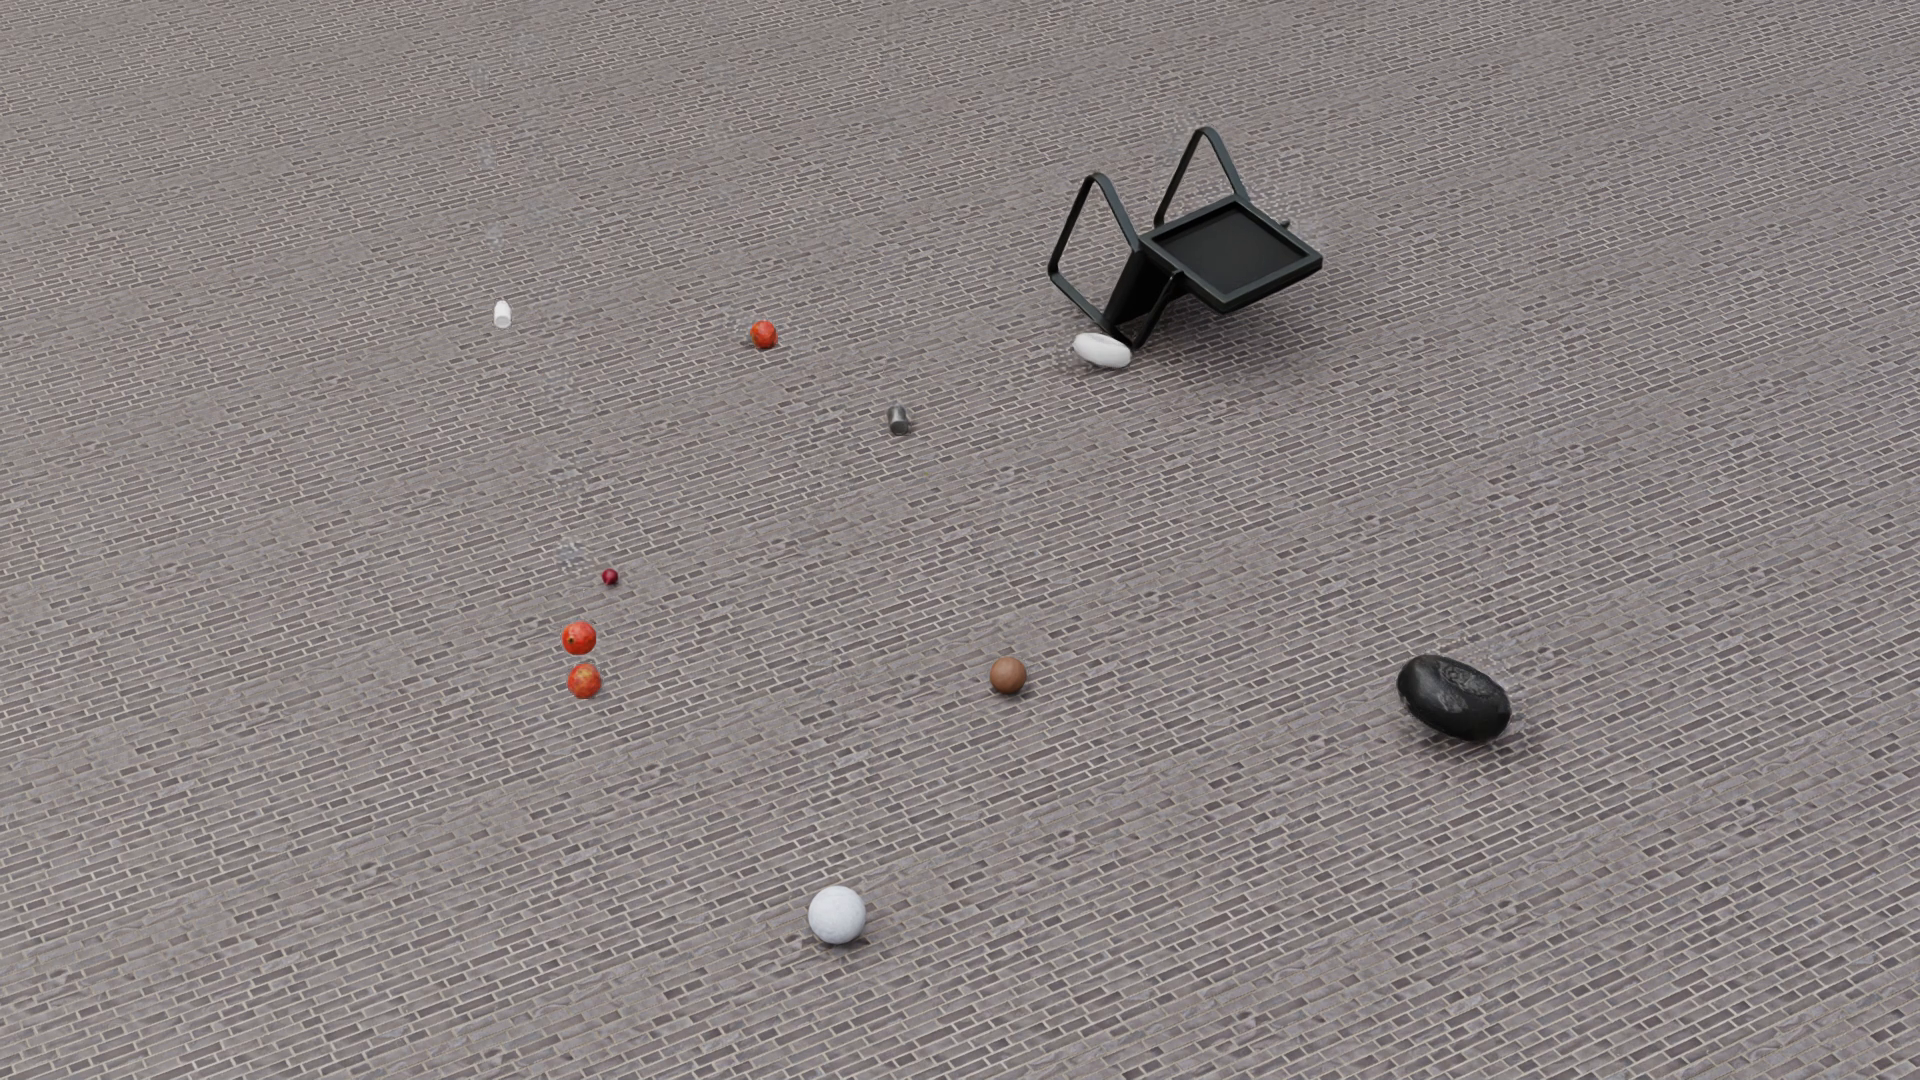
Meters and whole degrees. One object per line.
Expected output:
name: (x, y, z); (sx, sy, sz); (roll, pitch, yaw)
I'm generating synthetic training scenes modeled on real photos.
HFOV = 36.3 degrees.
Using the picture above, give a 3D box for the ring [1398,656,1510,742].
ring: (1.667, 0.533, 9.896); (0.402, 0.165, 0.387); (21, 20, -6)

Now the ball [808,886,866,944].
ball: (-0.378, 1.155, 9.029); (0.179, 0.179, 0.179); (0, 33, 0)

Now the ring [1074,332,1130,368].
ring: (0.581, -0.777, 11.983); (0.255, 0.093, 0.175); (14, 20, -21)
